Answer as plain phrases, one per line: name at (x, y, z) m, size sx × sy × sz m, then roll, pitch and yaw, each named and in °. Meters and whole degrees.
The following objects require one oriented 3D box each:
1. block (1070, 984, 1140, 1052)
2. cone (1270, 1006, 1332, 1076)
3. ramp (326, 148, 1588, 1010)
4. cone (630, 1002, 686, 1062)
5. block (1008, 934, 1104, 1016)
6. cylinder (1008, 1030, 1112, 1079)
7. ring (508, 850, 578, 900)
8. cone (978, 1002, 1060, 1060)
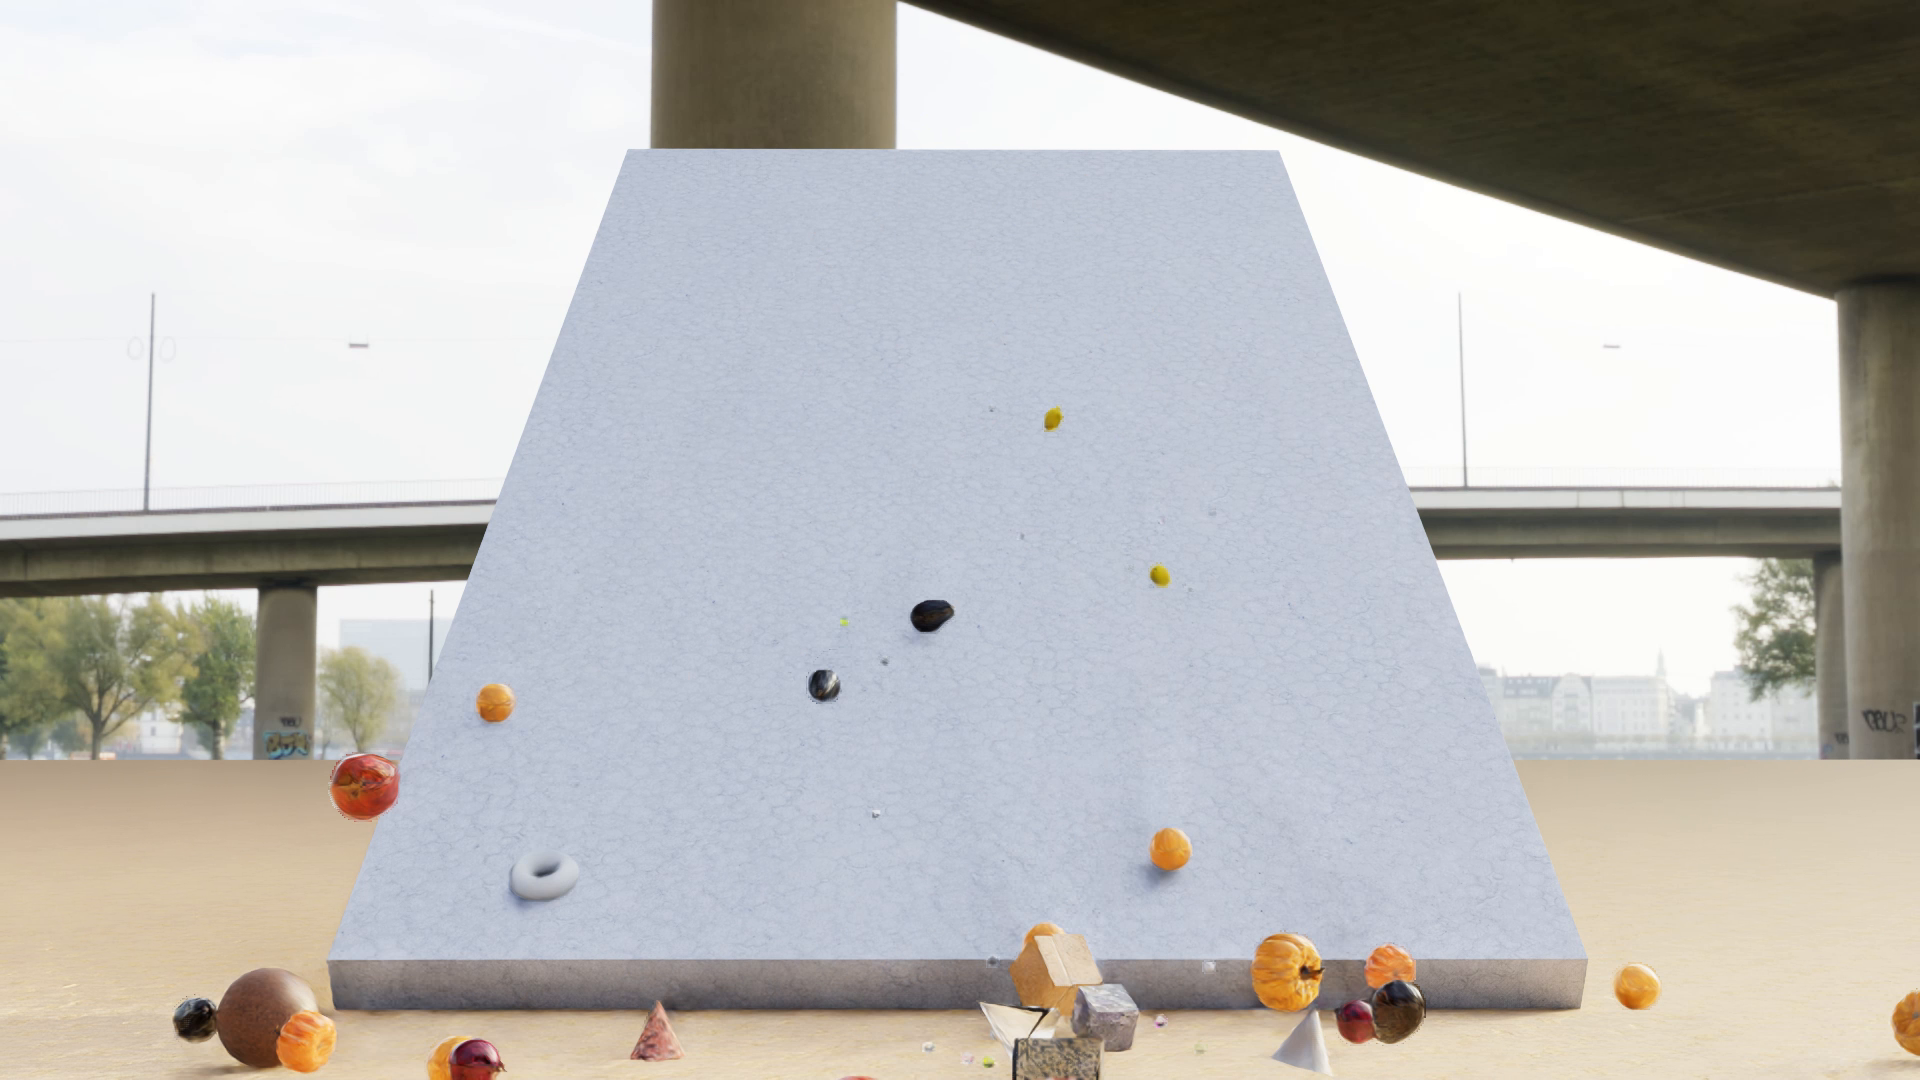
block at (0.199, 0.661, 3.294) m, size 0.065 × 0.065 × 0.065 m, roll 2°, pitch 22°, yaw -22°
cone at (0.414, 0.589, 2.830) m, size 0.074 × 0.074 × 0.074 m, roll 15°, pitch -7°, yaw 2°
ramp at (-0.011, -0.224, 5.570) m, size 2.000 × 0.100 × 4.000 m, roll 0°, pitch 28°, yaw 0°
cone at (-0.408, 0.661, 3.219) m, size 0.076 × 0.076 × 0.076 m, roll 0°, pitch -5°, yaw 0°
block at (0.142, 0.646, 3.535) m, size 0.087 × 0.087 × 0.087 m, roll 3°, pitch -43°, yaw -32°
cylinder at (0.106, 0.580, 2.549) m, size 0.093 × 0.093 × 0.093 m, roll 10°, pitch -3°, yaw 14°
ring at (-0.689, 0.554, 3.941) m, size 0.116 × 0.039 × 0.116 m, roll -1°, pitch 28°, yaw 1°
cone at (0.062, 0.619, 3.063) m, size 0.095 × 0.095 × 0.095 m, roll 29°, pitch 6°, yaw 22°
